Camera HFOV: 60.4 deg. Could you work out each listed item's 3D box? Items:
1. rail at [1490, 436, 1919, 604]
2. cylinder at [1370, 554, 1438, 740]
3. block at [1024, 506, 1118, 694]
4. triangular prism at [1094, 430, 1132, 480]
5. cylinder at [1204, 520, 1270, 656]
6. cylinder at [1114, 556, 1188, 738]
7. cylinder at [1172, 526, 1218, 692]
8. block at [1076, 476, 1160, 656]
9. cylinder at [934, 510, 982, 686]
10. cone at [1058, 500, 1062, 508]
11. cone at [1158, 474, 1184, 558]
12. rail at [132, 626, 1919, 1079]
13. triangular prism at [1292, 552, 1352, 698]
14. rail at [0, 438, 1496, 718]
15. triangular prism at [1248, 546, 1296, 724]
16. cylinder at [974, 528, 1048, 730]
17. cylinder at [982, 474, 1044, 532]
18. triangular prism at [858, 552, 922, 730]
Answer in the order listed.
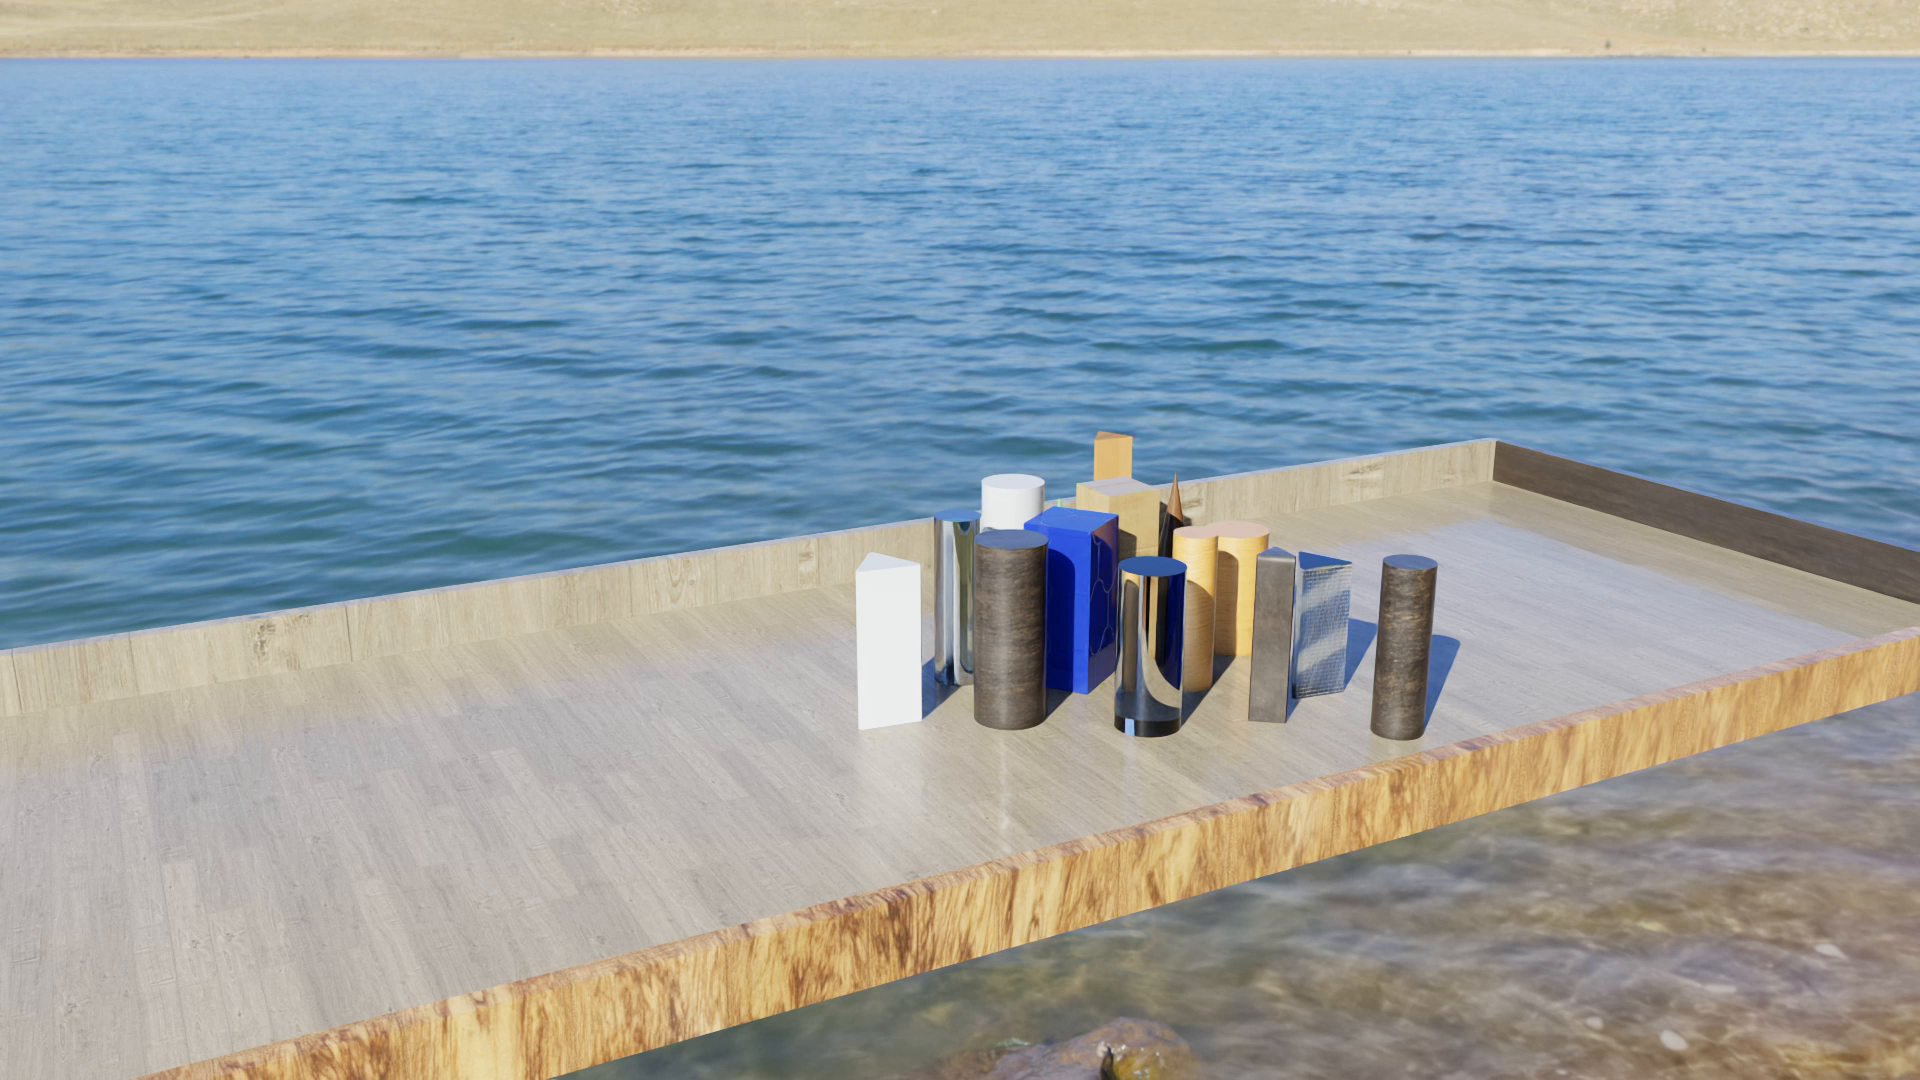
[{"bbox_3d":[2.466,-0.048,5.253,0.050,0.150,2.100,-9,18,-27],"label":"rail"},{"bbox_3d":[1.018,0.247,3.786,0.121,0.411,0.121,0,16,0],"label":"cylinder"},{"bbox_3d":[0.275,0.148,4.114,0.178,0.416,0.178,8,18,26],"label":"block"},{"bbox_3d":[0.425,-0.088,4.849,0.119,0.454,0.103,-6,17,-20],"label":"triangular prism"},{"bbox_3d":[0.722,0.127,4.353,0.170,0.322,0.170,0,16,0],"label":"cylinder"},{"bbox_3d":[0.440,0.247,3.824,0.158,0.390,0.158,0,16,0],"label":"cylinder"},{"bbox_3d":[0.576,0.171,4.076,0.110,0.394,0.110,0,16,0],"label":"cylinder"},{"bbox_3d":[0.411,0.069,4.351,0.156,0.434,0.156,-9,18,-27],"label":"block"},{"bbox_3d":[-0.006,0.144,4.107,0.117,0.427,0.117,0,16,0],"label":"cylinder"},{"bbox_3d":[0.274,0.046,4.597,0.166,0.339,0.166,0,16,0],"label":"cone"},{"bbox_3d":[0.590,0.013,4.567,0.159,0.419,0.159,0,16,0],"label":"cone"},{"bbox_3d":[-2.336,1.006,1.665,12.000,0.150,0.050,-9,18,-27],"label":"rail"},{"bbox_3d":[0.861,0.205,4.065,0.143,0.334,0.124,-6,17,-20],"label":"triangular prism"},{"bbox_3d":[-3.305,0.497,3.399,12.000,0.150,0.050,-9,18,-27],"label":"rail"},{"bbox_3d":[0.732,0.222,3.871,0.088,0.410,0.076,3,17,10],"label":"triangular prism"},{"bbox_3d":[0.118,0.209,3.864,0.172,0.440,0.172,0,16,0],"label":"cylinder"},{"bbox_3d":[0.136,0.069,4.308,0.163,0.458,0.163,0,16,0],"label":"cylinder"},{"bbox_3d":[-0.186,0.231,3.883,0.154,0.386,0.134,-6,18,-21],"label":"triangular prism"}]
